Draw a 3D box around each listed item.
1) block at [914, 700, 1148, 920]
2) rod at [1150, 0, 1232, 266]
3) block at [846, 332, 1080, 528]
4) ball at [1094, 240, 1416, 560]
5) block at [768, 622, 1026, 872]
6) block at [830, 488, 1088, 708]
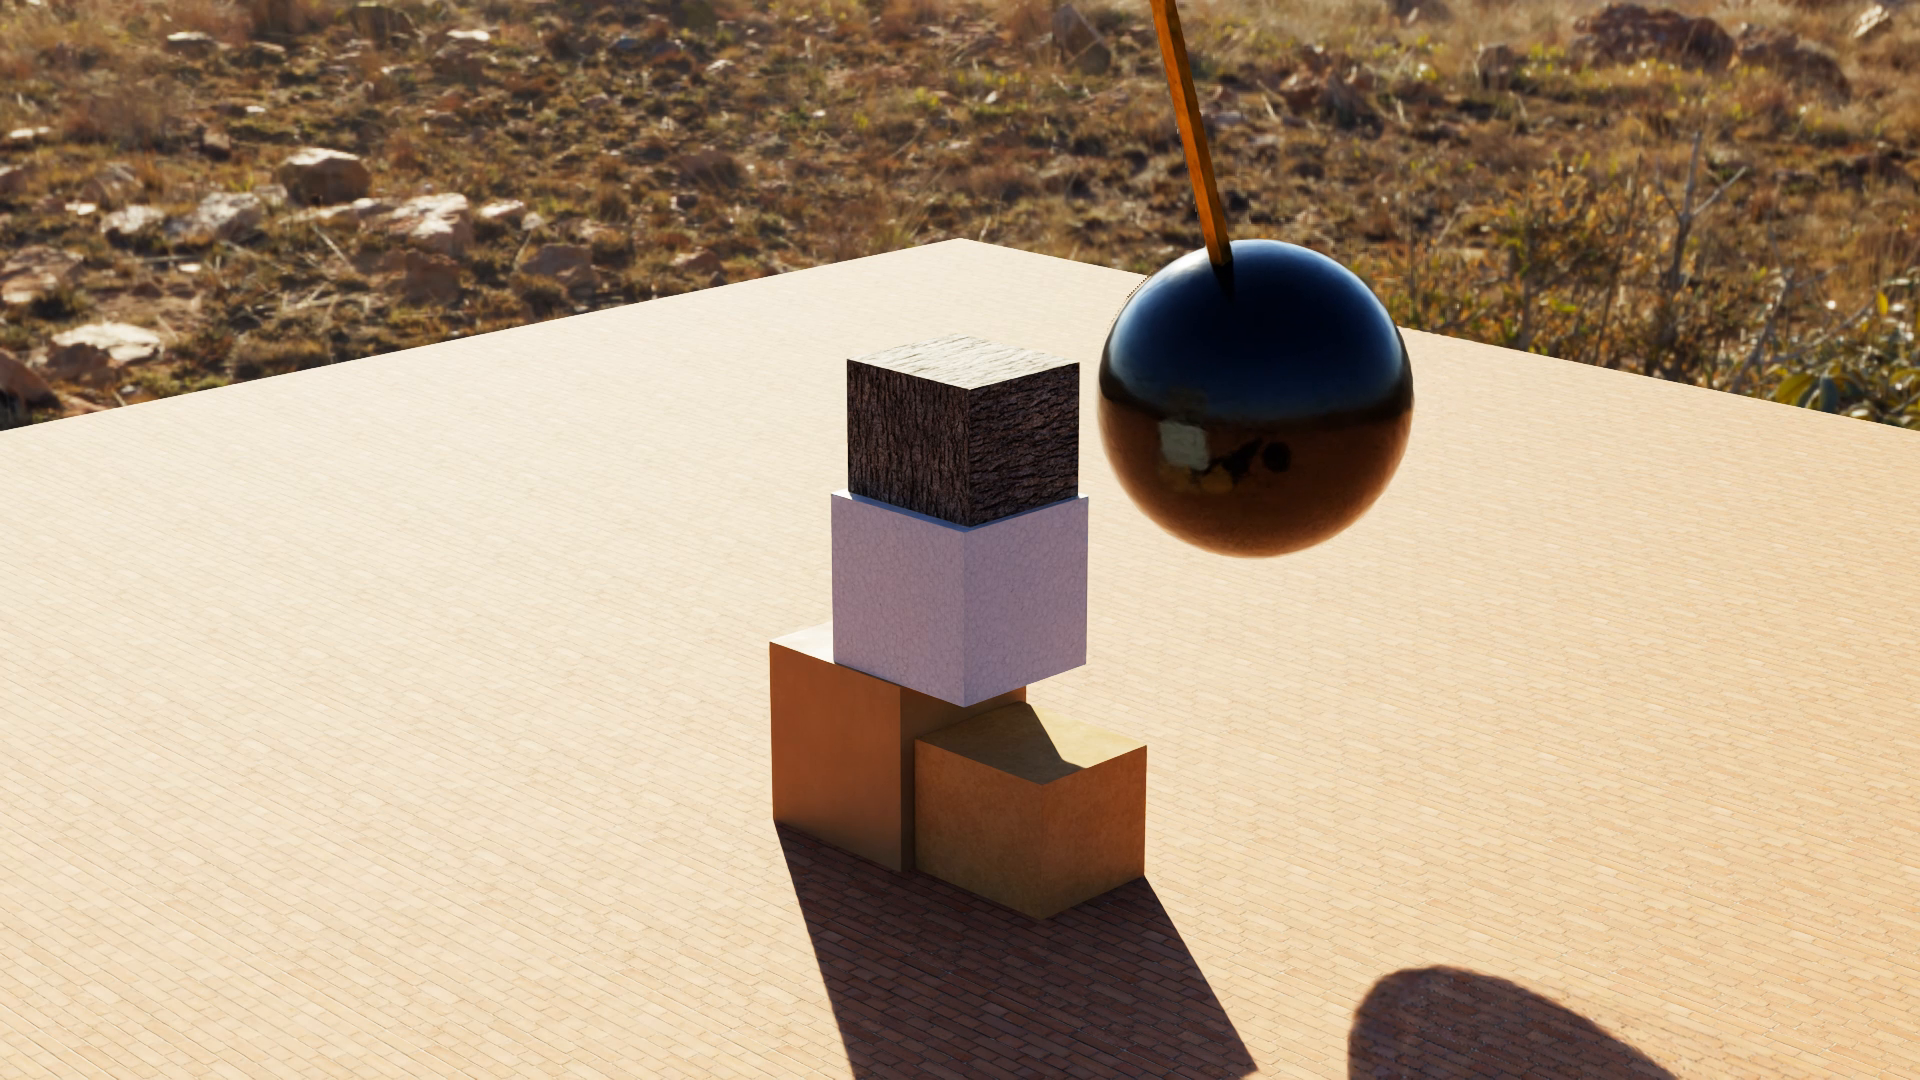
[{"bbox_3d":[0.320,1.220,13.393,0.692,0.642,0.799,-17,24,-42],"label":"block"},{"bbox_3d":[0.636,-3.495,12.910,0.080,5.200,0.080,17,44,42],"label":"rod"},{"bbox_3d":[0.013,-0.508,13.196,0.699,0.621,0.778,-17,24,-42],"label":"block"},{"bbox_3d":[1.467,-0.701,14.659,1.600,1.600,1.600,0,17,0],"label":"ball"},{"bbox_3d":[-0.293,0.914,13.922,0.826,0.908,0.890,-17,24,-42],"label":"block"},{"bbox_3d":[-0.002,0.179,13.396,0.797,0.810,0.856,-17,24,-42],"label":"block"}]
